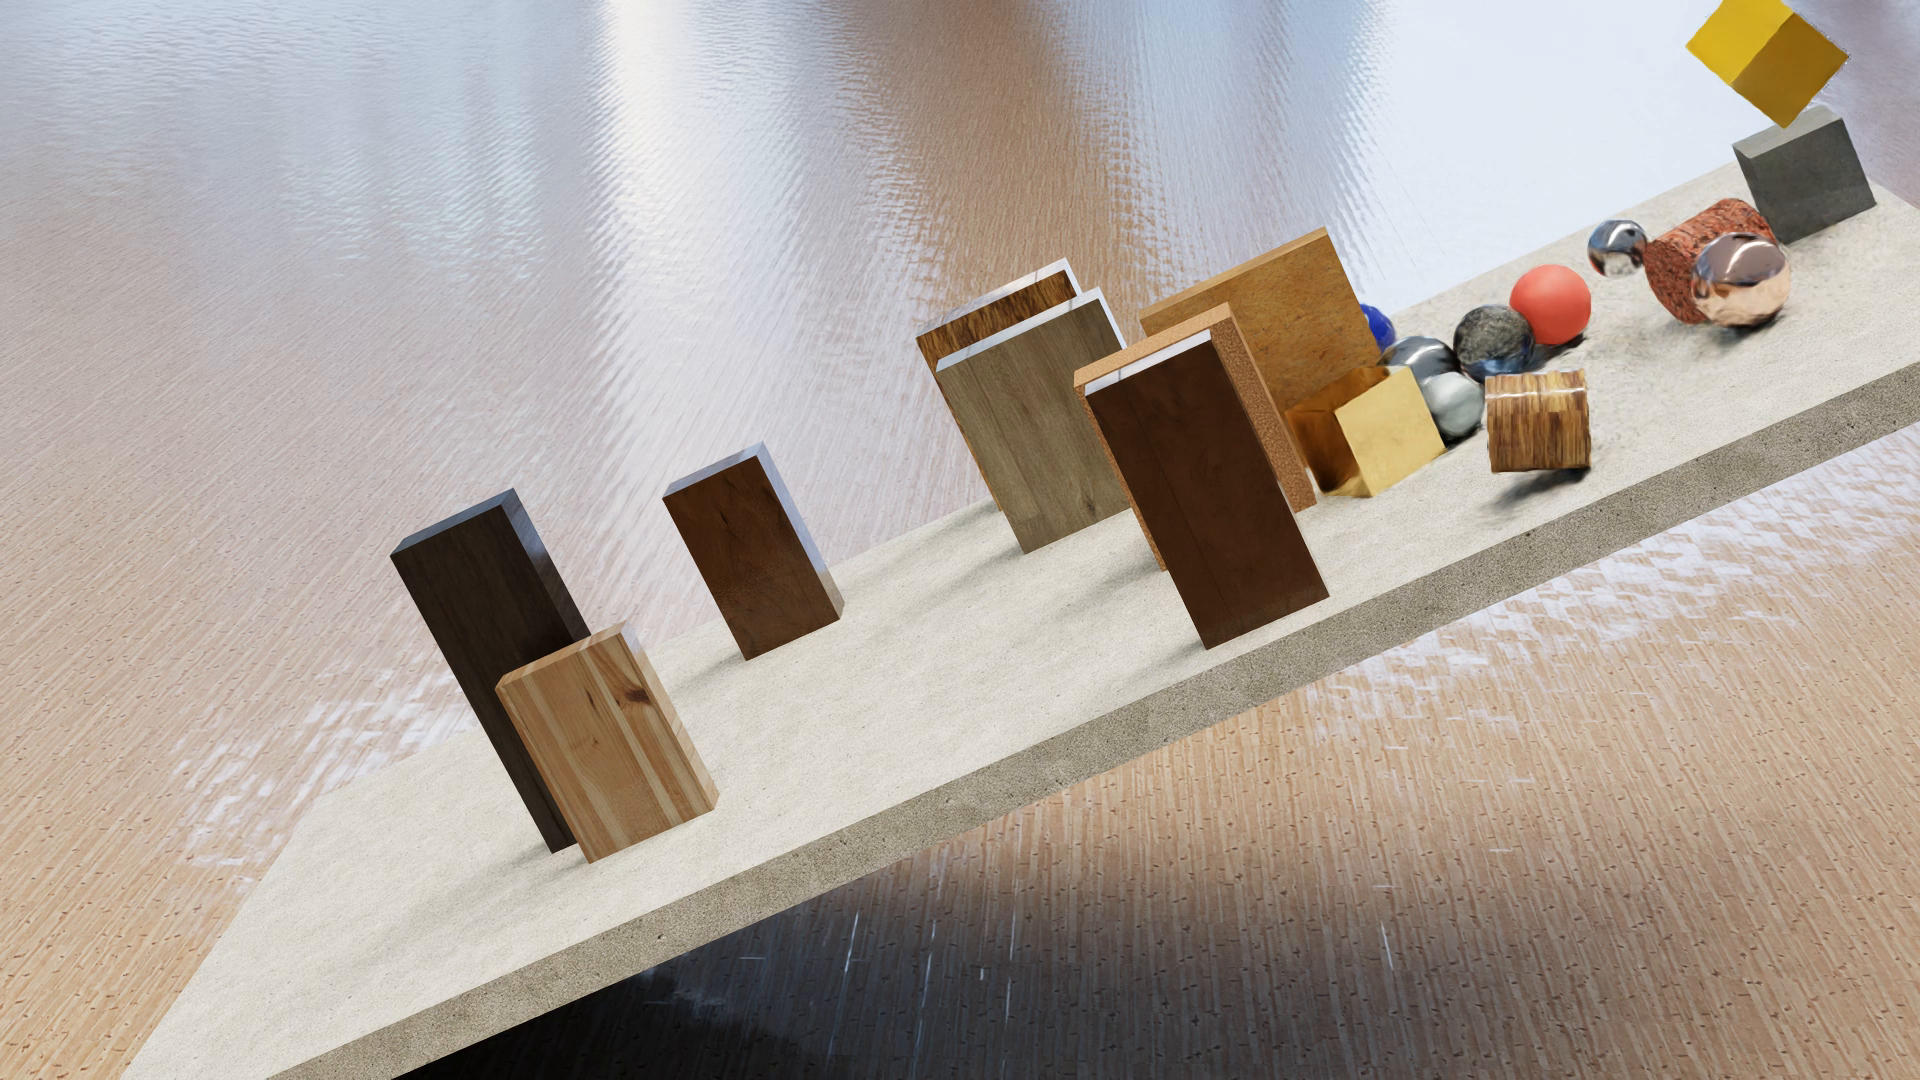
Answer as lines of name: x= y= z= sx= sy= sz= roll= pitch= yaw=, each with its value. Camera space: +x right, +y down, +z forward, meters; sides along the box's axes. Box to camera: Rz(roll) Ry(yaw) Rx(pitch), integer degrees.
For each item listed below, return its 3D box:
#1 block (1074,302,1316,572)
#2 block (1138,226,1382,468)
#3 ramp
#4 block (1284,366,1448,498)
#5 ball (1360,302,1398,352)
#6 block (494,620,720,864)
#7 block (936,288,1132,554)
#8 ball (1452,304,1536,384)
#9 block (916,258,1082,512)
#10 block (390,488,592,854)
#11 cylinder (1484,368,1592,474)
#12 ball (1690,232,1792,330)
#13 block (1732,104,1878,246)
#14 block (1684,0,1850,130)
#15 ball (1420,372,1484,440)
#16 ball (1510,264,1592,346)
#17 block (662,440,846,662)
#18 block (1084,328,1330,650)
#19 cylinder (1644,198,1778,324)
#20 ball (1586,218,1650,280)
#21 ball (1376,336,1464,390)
block: x=0.474 y=-0.208 z=5.939 sx=0.340 sy=0.422 sz=0.149 roll=-24 pitch=13 yaw=9
block: x=0.660 y=-0.366 z=6.168 sx=0.425 sy=0.434 sz=0.098 roll=-24 pitch=13 yaw=9
ramp: x=0.136 y=0.169 z=6.282 sx=4.000 sy=0.100 sz=2.000 roll=-24 pitch=13 yaw=9
block: x=0.805 y=-0.216 z=5.846 sx=0.192 sy=0.192 sz=0.192 roll=-31 pitch=14 yaw=-20
ball: x=0.870 y=-0.427 z=6.512 sx=0.201 sy=0.201 sz=0.201 roll=0 pitch=16 yaw=0
block: x=-0.700 y=0.403 z=5.857 sx=0.282 sy=0.406 sz=0.087 roll=-24 pitch=13 yaw=9
block: x=0.226 y=-0.264 z=6.542 sx=0.394 sy=0.460 sz=0.129 roll=-24 pitch=13 yaw=9
ball: x=1.098 y=-0.402 z=6.053 sx=0.168 sy=0.168 sz=0.168 roll=0 pitch=16 yaw=0
block: x=0.174 y=-0.371 z=7.033 sx=0.390 sy=0.468 sz=0.150 roll=-24 pitch=13 yaw=9
block: x=-0.877 y=0.271 z=6.038 sx=0.256 sy=0.707 sz=0.131 roll=-24 pitch=13 yaw=9
cylinder: x=1.044 y=-0.214 z=5.315 sx=0.177 sy=0.177 sz=0.177 roll=-4 pitch=15 yaw=11
ball: x=1.493 y=-0.497 z=5.628 sx=0.187 sy=0.187 sz=0.187 roll=0 pitch=16 yaw=0
block: x=1.754 y=-0.761 z=6.121 sx=0.199 sy=0.199 sz=0.199 roll=-24 pitch=13 yaw=10
block: x=1.576 y=-0.955 z=5.752 sx=0.181 sy=0.181 sz=0.181 roll=28 pitch=21 yaw=-33
ball: x=0.975 y=-0.267 z=5.848 sx=0.133 sy=0.133 sz=0.133 roll=0 pitch=16 yaw=0
ball: x=1.228 y=-0.489 z=6.119 sx=0.169 sy=0.169 sz=0.169 roll=0 pitch=16 yaw=0
block: x=-0.476 y=0.026 z=6.820 sx=0.244 sy=0.432 sz=0.133 roll=-24 pitch=13 yaw=9
block: x=0.447 y=-0.089 z=5.310 sx=0.245 sy=0.523 sz=0.090 roll=-24 pitch=13 yaw=9
cylinder: x=1.494 y=-0.555 z=5.849 sx=0.187 sy=0.187 sz=0.187 roll=-30 pitch=25 yaw=-15
ball: x=1.326 y=-0.586 z=5.926 sx=0.124 sy=0.124 sz=0.124 roll=0 pitch=16 yaw=0
ball: x=0.940 y=-0.327 z=6.029 sx=0.186 sy=0.186 sz=0.186 roll=0 pitch=16 yaw=0
